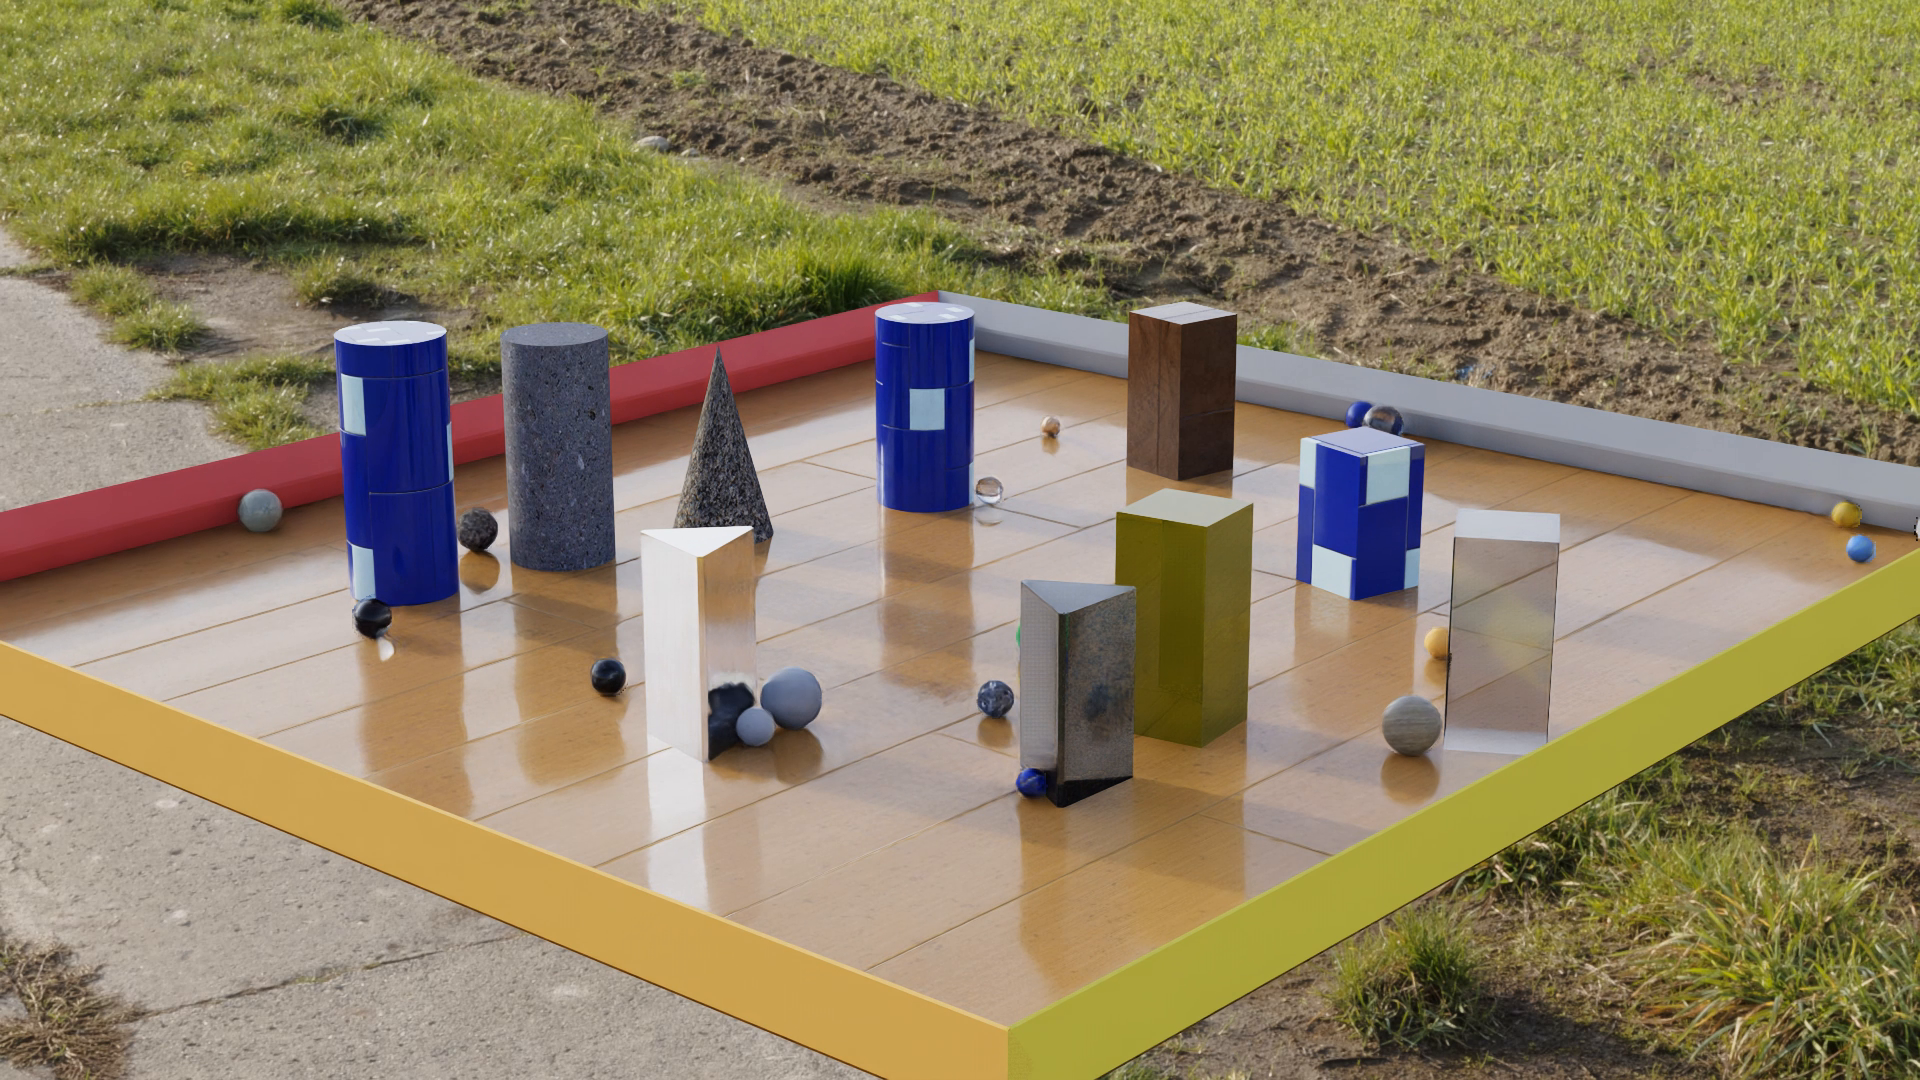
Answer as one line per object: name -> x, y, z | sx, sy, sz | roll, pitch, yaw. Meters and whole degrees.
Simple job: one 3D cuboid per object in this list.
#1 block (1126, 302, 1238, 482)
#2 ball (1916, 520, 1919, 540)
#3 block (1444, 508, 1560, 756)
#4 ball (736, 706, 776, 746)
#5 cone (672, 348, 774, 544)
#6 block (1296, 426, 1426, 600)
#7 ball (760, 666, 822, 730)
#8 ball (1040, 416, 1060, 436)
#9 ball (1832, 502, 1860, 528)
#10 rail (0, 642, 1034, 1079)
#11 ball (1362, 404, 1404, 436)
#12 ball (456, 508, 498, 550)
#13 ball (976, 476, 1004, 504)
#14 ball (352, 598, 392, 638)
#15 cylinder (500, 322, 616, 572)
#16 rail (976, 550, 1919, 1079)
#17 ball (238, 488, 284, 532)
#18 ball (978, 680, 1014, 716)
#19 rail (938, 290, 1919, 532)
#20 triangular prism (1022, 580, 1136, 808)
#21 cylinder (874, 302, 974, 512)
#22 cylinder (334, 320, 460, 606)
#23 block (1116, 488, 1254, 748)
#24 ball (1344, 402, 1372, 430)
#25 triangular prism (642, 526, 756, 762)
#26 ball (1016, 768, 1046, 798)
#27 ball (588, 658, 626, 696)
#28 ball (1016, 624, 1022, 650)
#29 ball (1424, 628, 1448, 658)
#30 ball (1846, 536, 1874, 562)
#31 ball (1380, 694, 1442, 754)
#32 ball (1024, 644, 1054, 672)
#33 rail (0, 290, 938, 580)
block -> 0.444, -0.300, 5.882 | 0.152, 0.319, 0.152 | -13, 21, -37
ball -> 1.793, -0.020, 5.364 | 0.082, 0.082, 0.082 | 0, 17, 0
block -> 0.815, 0.137, 4.410 | 0.152, 0.333, 0.152 | 3, 17, 11
ball -> -0.307, 0.280, 4.411 | 0.059, 0.059, 0.059 | 0, 17, 0
cone -> -0.444, -0.186, 5.430 | 0.190, 0.362, 0.190 | 0, 17, 0
block -> 0.703, -0.049, 5.155 | 0.152, 0.258, 0.152 | -12, 20, -34
ball -> -0.257, 0.241, 4.478 | 0.095, 0.095, 0.095 | 0, 17, 0
ball -> 0.191, -0.239, 6.159 | 0.041, 0.041, 0.041 | 0, 17, 0
ball -> 1.666, -0.048, 5.515 | 0.049, 0.049, 0.049 | 0, 17, 0
rail -> -0.932, 0.341, 4.093 | 2.649, 0.124, 0.045 | 14, 22, 39
ball -> 0.878, -0.239, 6.085 | 0.086, 0.086, 0.086 | 0, 17, 0
ball -> -0.885, -0.019, 5.369 | 0.077, 0.077, 0.077 | 0, 17, 0
ball -> 0.057, -0.097, 5.668 | 0.054, 0.054, 0.054 | 0, 17, 0
ball -> -0.981, 0.131, 4.896 | 0.065, 0.065, 0.065 | 0, 17, 0
cylinder -> -0.723, -0.169, 5.285 | 0.190, 0.414, 0.190 | 0, 17, 0
rail -> 0.982, 0.278, 4.304 | 0.045, 0.124, 2.891 | 14, 22, 39
ball -> -1.308, -0.056, 5.484 | 0.081, 0.081, 0.081 | 0, 17, 0
ball -> 0.055, 0.245, 4.532 | 0.057, 0.057, 0.057 | 0, 17, 0
rail -> 0.932, -0.279, 6.148 | 2.649, 0.124, 0.045 | 14, 22, 39
triangular prism -> 0.144, 0.211, 4.240 | 0.143, 0.291, 0.165 | 14, 22, 40
cylinder -> -0.067, -0.257, 5.652 | 0.190, 0.370, 0.190 | 0, 17, 0
cylinder -> -0.975, -0.134, 5.086 | 0.190, 0.461, 0.190 | 0, 17, 0
block -> 0.338, 0.117, 4.454 | 0.152, 0.347, 0.152 | 10, 20, 31
ball -> 0.845, -0.256, 6.168 | 0.070, 0.070, 0.070 | 0, 17, 0
triangular prism -> -0.369, 0.146, 4.404 | 0.143, 0.320, 0.165 | -12, 21, -35
ball -> 0.102, 0.349, 4.212 | 0.043, 0.043, 0.043 | 0, 17, 0
ball -> -0.556, 0.215, 4.626 | 0.059, 0.059, 0.059 | 0, 17, 0
ball -> 0.127, 0.158, 4.799 | 0.069, 0.069, 0.069 | 0, 17, 0
ball -> 0.785, 0.168, 4.798 | 0.049, 0.049, 0.049 | 0, 17, 0
ball -> 1.629, 0.016, 5.305 | 0.048, 0.048, 0.048 | 0, 17, 0
ball -> 0.673, 0.275, 4.375 | 0.089, 0.089, 0.089 | 0, 17, 0
ball -> 0.127, 0.190, 4.731 | 0.047, 0.047, 0.047 | 0, 17, 0
rail -> -0.982, -0.216, 5.937 | 0.045, 0.124, 2.891 | 14, 22, 39
